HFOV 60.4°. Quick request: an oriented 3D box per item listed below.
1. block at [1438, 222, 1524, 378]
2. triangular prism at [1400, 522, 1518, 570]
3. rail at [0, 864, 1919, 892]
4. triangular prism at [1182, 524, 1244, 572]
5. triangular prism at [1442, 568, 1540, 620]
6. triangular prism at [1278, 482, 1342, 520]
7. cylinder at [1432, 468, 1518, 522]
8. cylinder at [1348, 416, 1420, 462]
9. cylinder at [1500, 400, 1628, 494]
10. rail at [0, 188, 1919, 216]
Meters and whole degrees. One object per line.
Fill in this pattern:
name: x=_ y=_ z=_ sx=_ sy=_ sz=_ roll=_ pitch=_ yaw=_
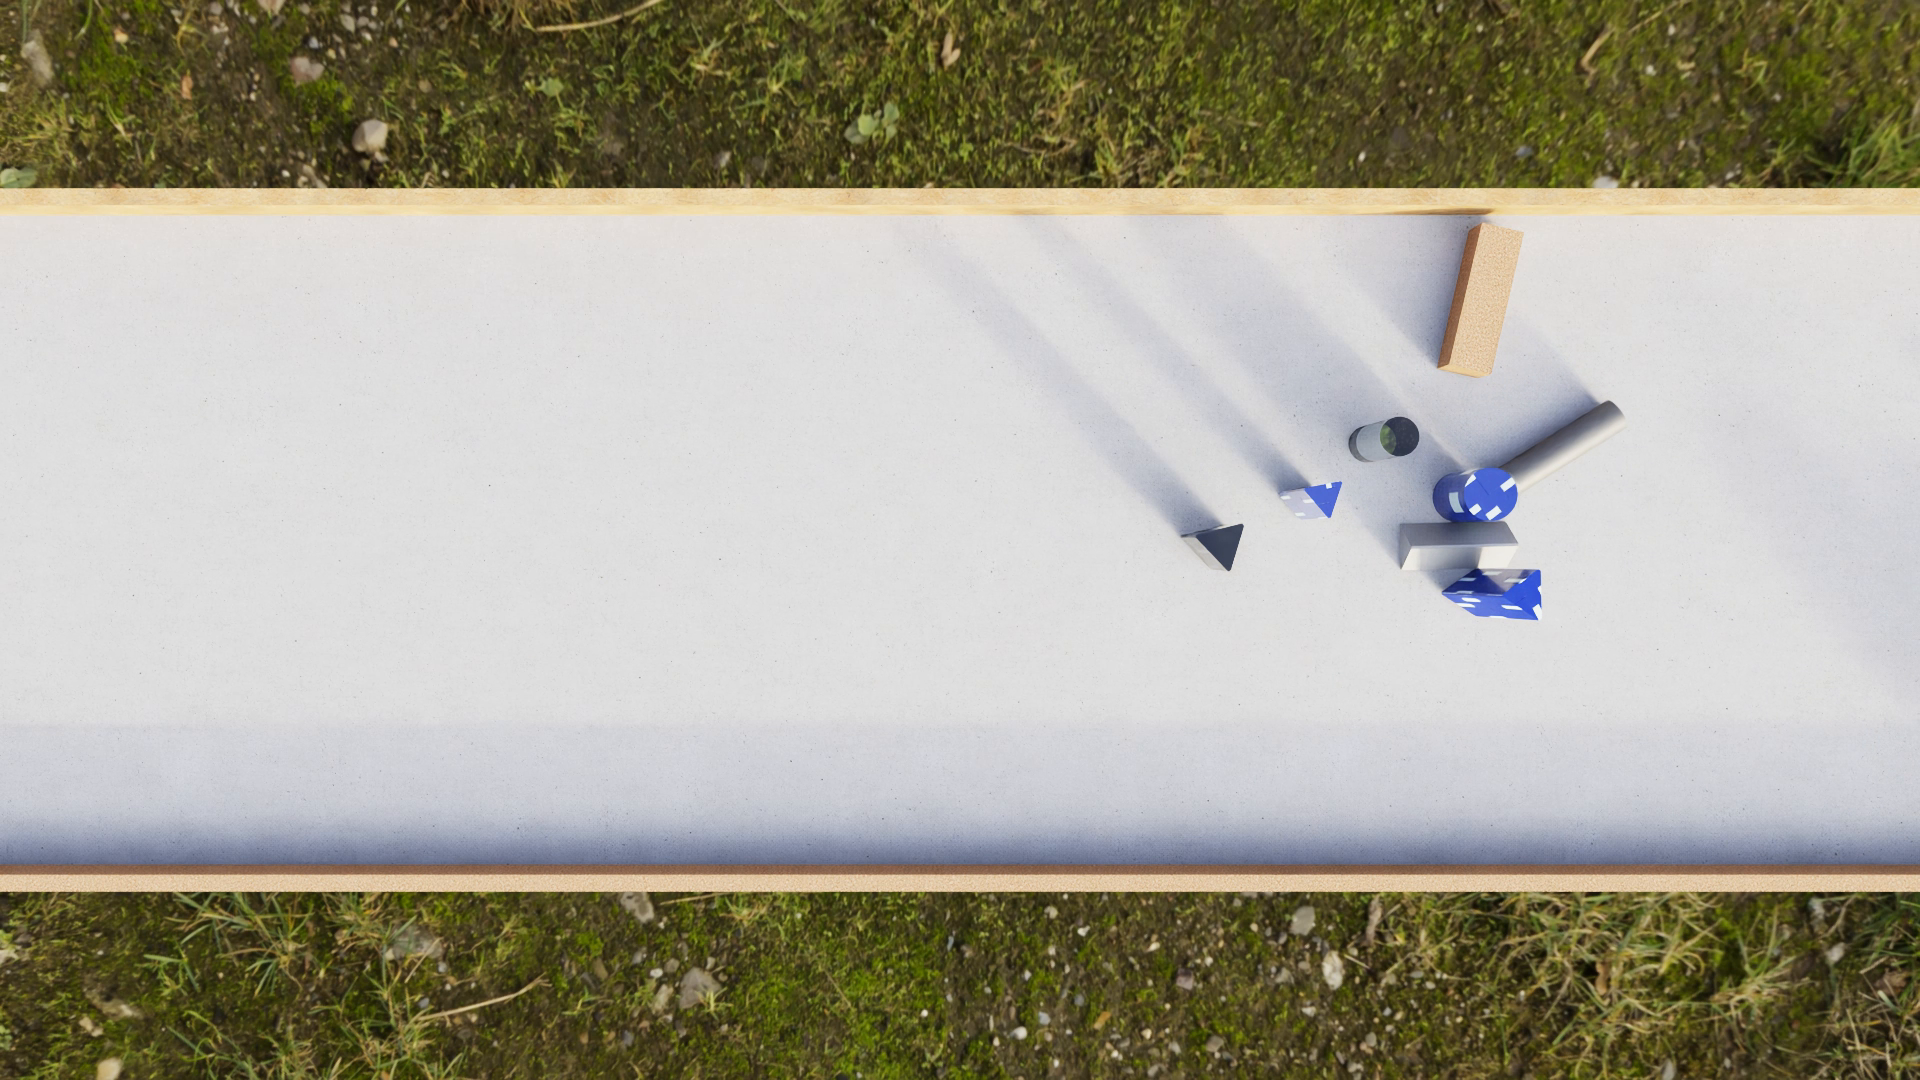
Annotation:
block: x=1.580 y=-0.725 z=5.012 sx=0.130 sy=0.130 sz=0.437 roll=13 pitch=90 yaw=0
triangular prism: x=1.516 y=0.018 z=5.013 sx=0.324 sy=0.120 sz=0.139 roll=-2 pitch=90 yaw=0
rail: x=-2.247 y=1.025 z=5.001 sx=12.000 sy=0.150 sz=0.050 roll=0 pitch=90 yaw=0
triangular prism: x=0.771 y=-0.003 z=4.912 sx=0.122 sy=0.329 sz=0.141 roll=-44 pitch=90 yaw=0
triangular prism: x=1.605 y=0.142 z=4.917 sx=0.145 sy=0.313 sz=0.126 roll=30 pitch=81 yaw=-14
triangular prism: x=1.050 y=-0.135 z=4.882 sx=0.094 sy=0.389 sz=0.109 roll=-41 pitch=90 yaw=0
cylinder: x=1.531 y=-0.132 z=4.915 sx=0.155 sy=0.322 sz=0.155 roll=0 pitch=90 yaw=0
cylinder: x=1.252 y=-0.295 z=4.887 sx=0.113 sy=0.378 sz=0.113 roll=0 pitch=90 yaw=0
cylinder: x=1.819 y=-0.270 z=5.025 sx=0.424 sy=0.102 sz=0.102 roll=-32 pitch=90 yaw=0
rail: x=-2.247 y=-1.025 z=5.002 sx=12.000 sy=0.150 sz=0.050 roll=0 pitch=90 yaw=0
